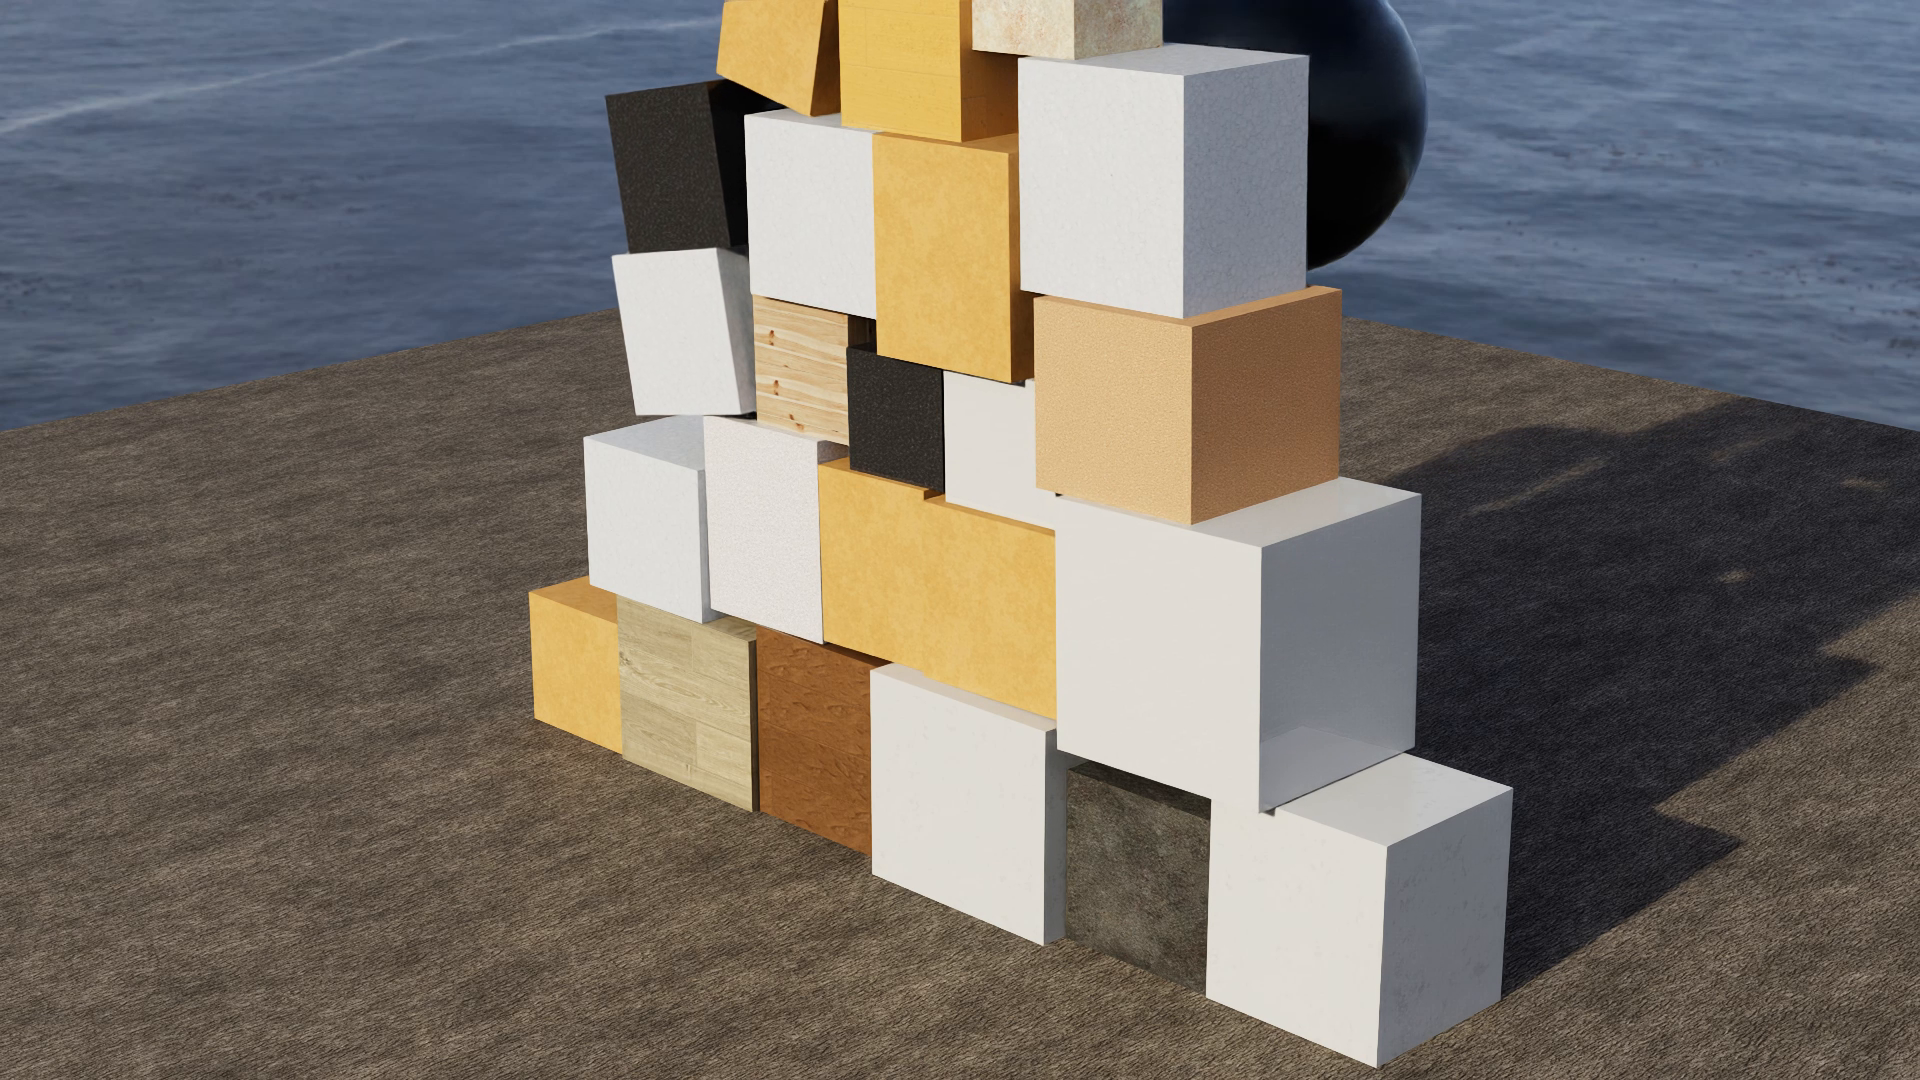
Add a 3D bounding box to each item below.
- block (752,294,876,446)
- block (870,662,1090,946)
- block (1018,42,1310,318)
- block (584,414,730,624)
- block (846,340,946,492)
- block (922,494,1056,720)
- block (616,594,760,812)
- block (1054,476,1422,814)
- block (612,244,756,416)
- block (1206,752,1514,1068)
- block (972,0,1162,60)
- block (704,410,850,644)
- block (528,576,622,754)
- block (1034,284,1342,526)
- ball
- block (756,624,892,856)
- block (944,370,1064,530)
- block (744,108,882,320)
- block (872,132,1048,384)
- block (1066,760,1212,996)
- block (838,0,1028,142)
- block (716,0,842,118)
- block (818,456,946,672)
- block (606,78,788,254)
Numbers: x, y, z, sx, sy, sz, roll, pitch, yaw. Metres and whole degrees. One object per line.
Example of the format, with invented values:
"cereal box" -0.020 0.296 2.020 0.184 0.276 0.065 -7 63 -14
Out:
"block" -0.495 -0.862 13.590 0.650 0.643 0.639 -17 23 -42
"block" 0.345 1.064 13.299 1.034 0.995 1.081 -17 24 -42
"block" 0.831 -1.498 12.015 0.772 0.957 0.889 -17 22 -42
"block" -1.240 -0.147 14.618 0.870 0.766 0.886 16 24 43
"block" -0.050 -0.607 13.207 0.681 0.565 0.605 -17 22 -42
"block" 0.439 0.224 12.933 0.911 0.816 0.801 16 23 43
"block" -1.035 0.697 14.670 0.906 0.873 0.995 -17 24 -42
"block" 1.154 0.348 12.230 1.033 1.106 1.096 -17 22 -42
"block" -1.068 -1.056 14.100 0.783 0.776 0.788 -17 13 -42
"block" 1.642 1.461 12.104 0.847 0.954 0.887 -17 24 -42
"block" 0.445 -2.277 12.151 0.543 0.476 0.576 -17 22 -42
"block" -0.647 -0.141 14.003 0.796 0.970 0.789 15 23 43
"block" -1.666 0.594 15.293 0.833 0.697 0.762 -17 24 -42
"block" 0.946 -0.625 12.164 0.851 0.806 0.948 15 23 43
"ball" 1.467 -2.070 14.229 1.600 1.600 1.600 0 17 0
"block" -0.360 0.868 13.997 0.795 0.951 0.920 -17 24 -42
"block" 0.409 -0.478 12.758 0.686 0.626 0.660 -17 23 -42
"block" -0.361 -1.524 13.254 0.837 0.814 0.858 15 23 43
"block" 0.238 -1.291 12.707 0.904 0.964 0.814 -17 23 -42
"block" 1.034 1.359 12.703 0.819 0.789 0.803 -17 24 -42
"block" -0.021 -2.102 12.683 0.677 0.610 0.737 -17 23 -42
"block" -0.651 -2.364 13.274 0.550 0.664 0.645 -17 36 -42
"block" -0.139 0.048 13.482 0.726 0.843 0.689 -17 22 -42
"block" -1.088 -1.803 13.900 0.779 0.756 0.758 -17 13 -42
